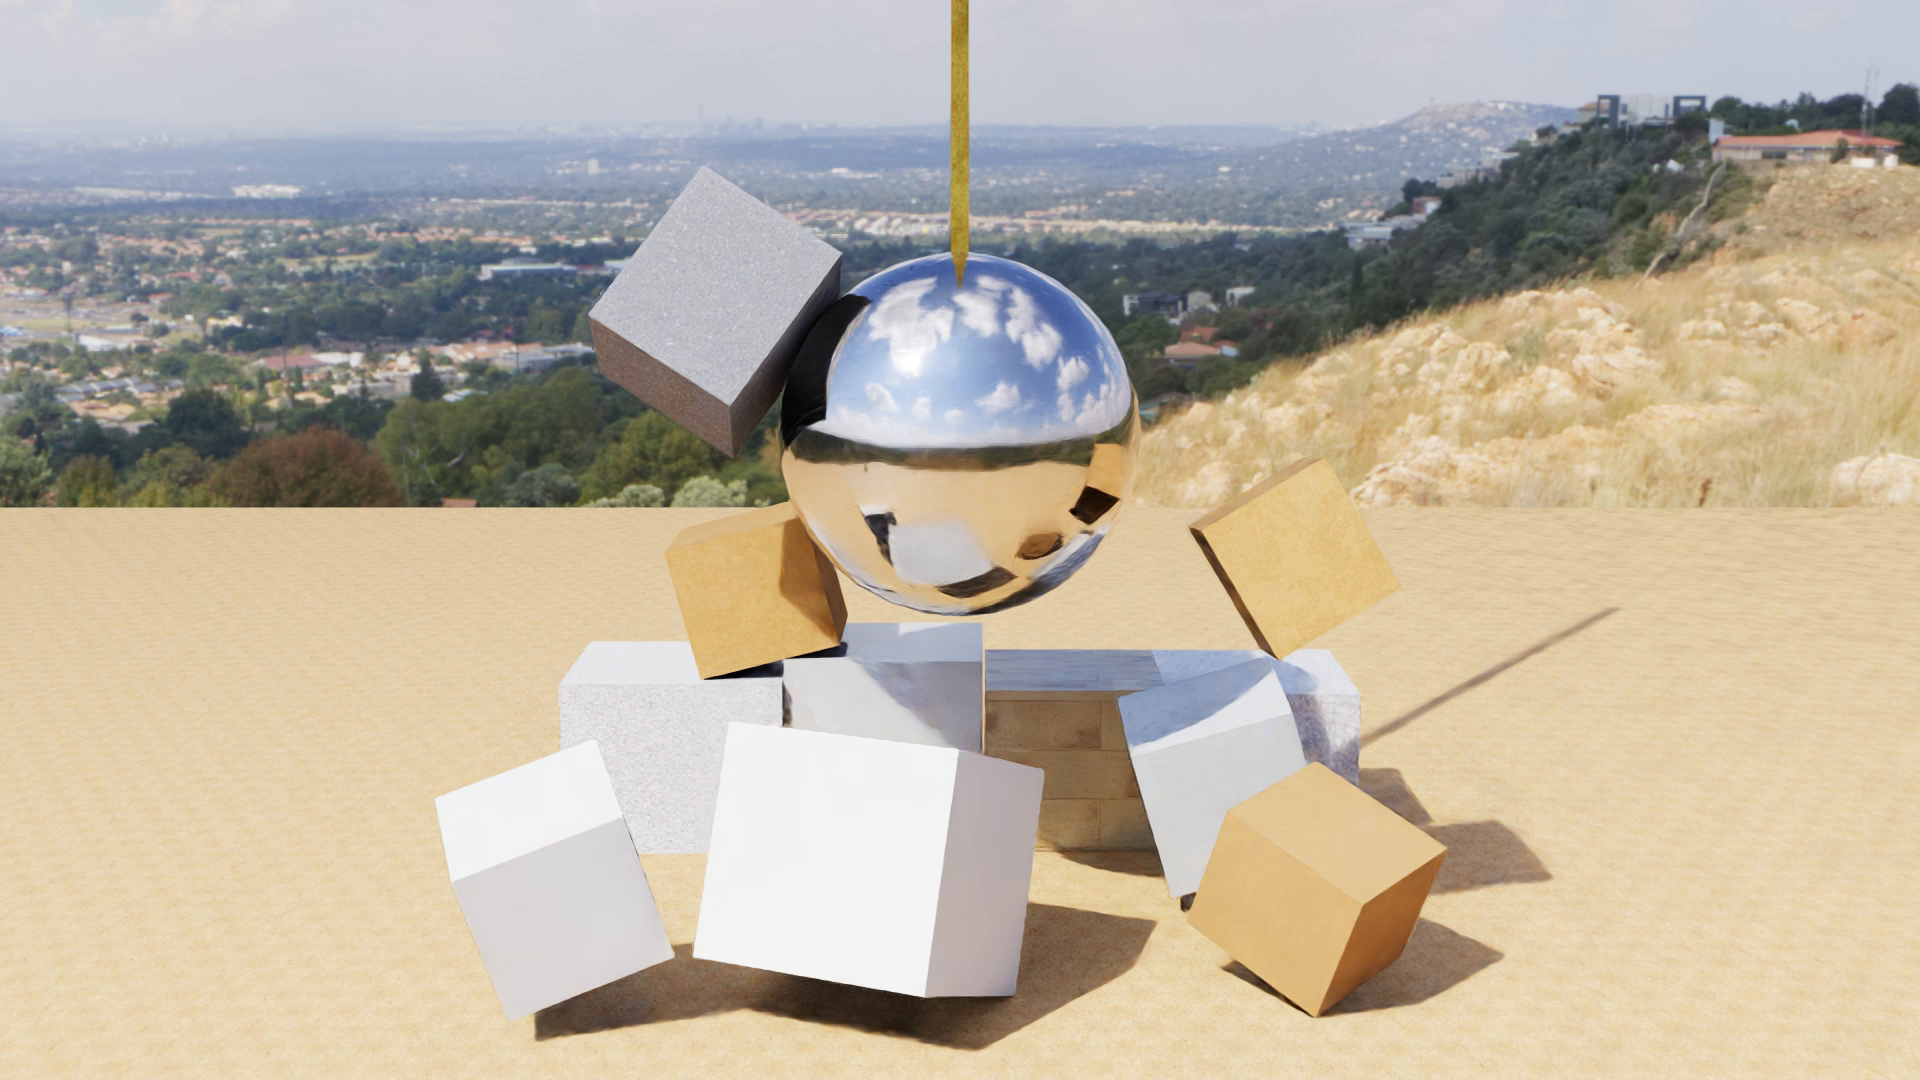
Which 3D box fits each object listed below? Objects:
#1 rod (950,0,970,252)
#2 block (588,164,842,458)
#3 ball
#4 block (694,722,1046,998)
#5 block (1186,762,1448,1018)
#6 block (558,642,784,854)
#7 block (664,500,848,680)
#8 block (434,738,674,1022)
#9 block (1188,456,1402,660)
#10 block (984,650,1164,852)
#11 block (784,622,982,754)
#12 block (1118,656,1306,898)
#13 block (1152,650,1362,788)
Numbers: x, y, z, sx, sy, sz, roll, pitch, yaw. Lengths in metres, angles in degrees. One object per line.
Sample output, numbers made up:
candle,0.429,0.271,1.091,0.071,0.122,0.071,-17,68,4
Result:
rod,0.000,-3.856,9.872,0.080,5.200,0.080,0,-3,0
block,-1.055,-0.985,9.611,0.717,0.839,0.691,33,-16,5
ball,0.000,-0.461,9.696,1.600,1.600,1.600,0,10,0
block,-0.349,1.310,8.995,1.013,0.942,0.940,5,-8,24
block,1.482,1.439,9.158,0.679,0.598,0.672,34,34,30
block,-1.425,1.052,11.360,1.097,0.866,0.955,0,10,0
block,-1.020,0.228,11.169,0.714,0.666,0.687,-14,10,3
block,-1.624,1.345,8.786,0.679,0.680,0.682,-20,26,-10
block,1.429,0.068,9.486,0.598,0.635,0.605,-31,2,1
block,0.574,1.072,11.344,0.889,0.832,0.896,0,10,0
block,-0.375,0.997,11.363,0.981,0.973,0.880,0,10,1
block,1.223,1.098,10.301,0.749,0.728,0.735,-16,17,4
block,1.499,1.075,11.373,0.950,0.816,0.981,0,10,0
